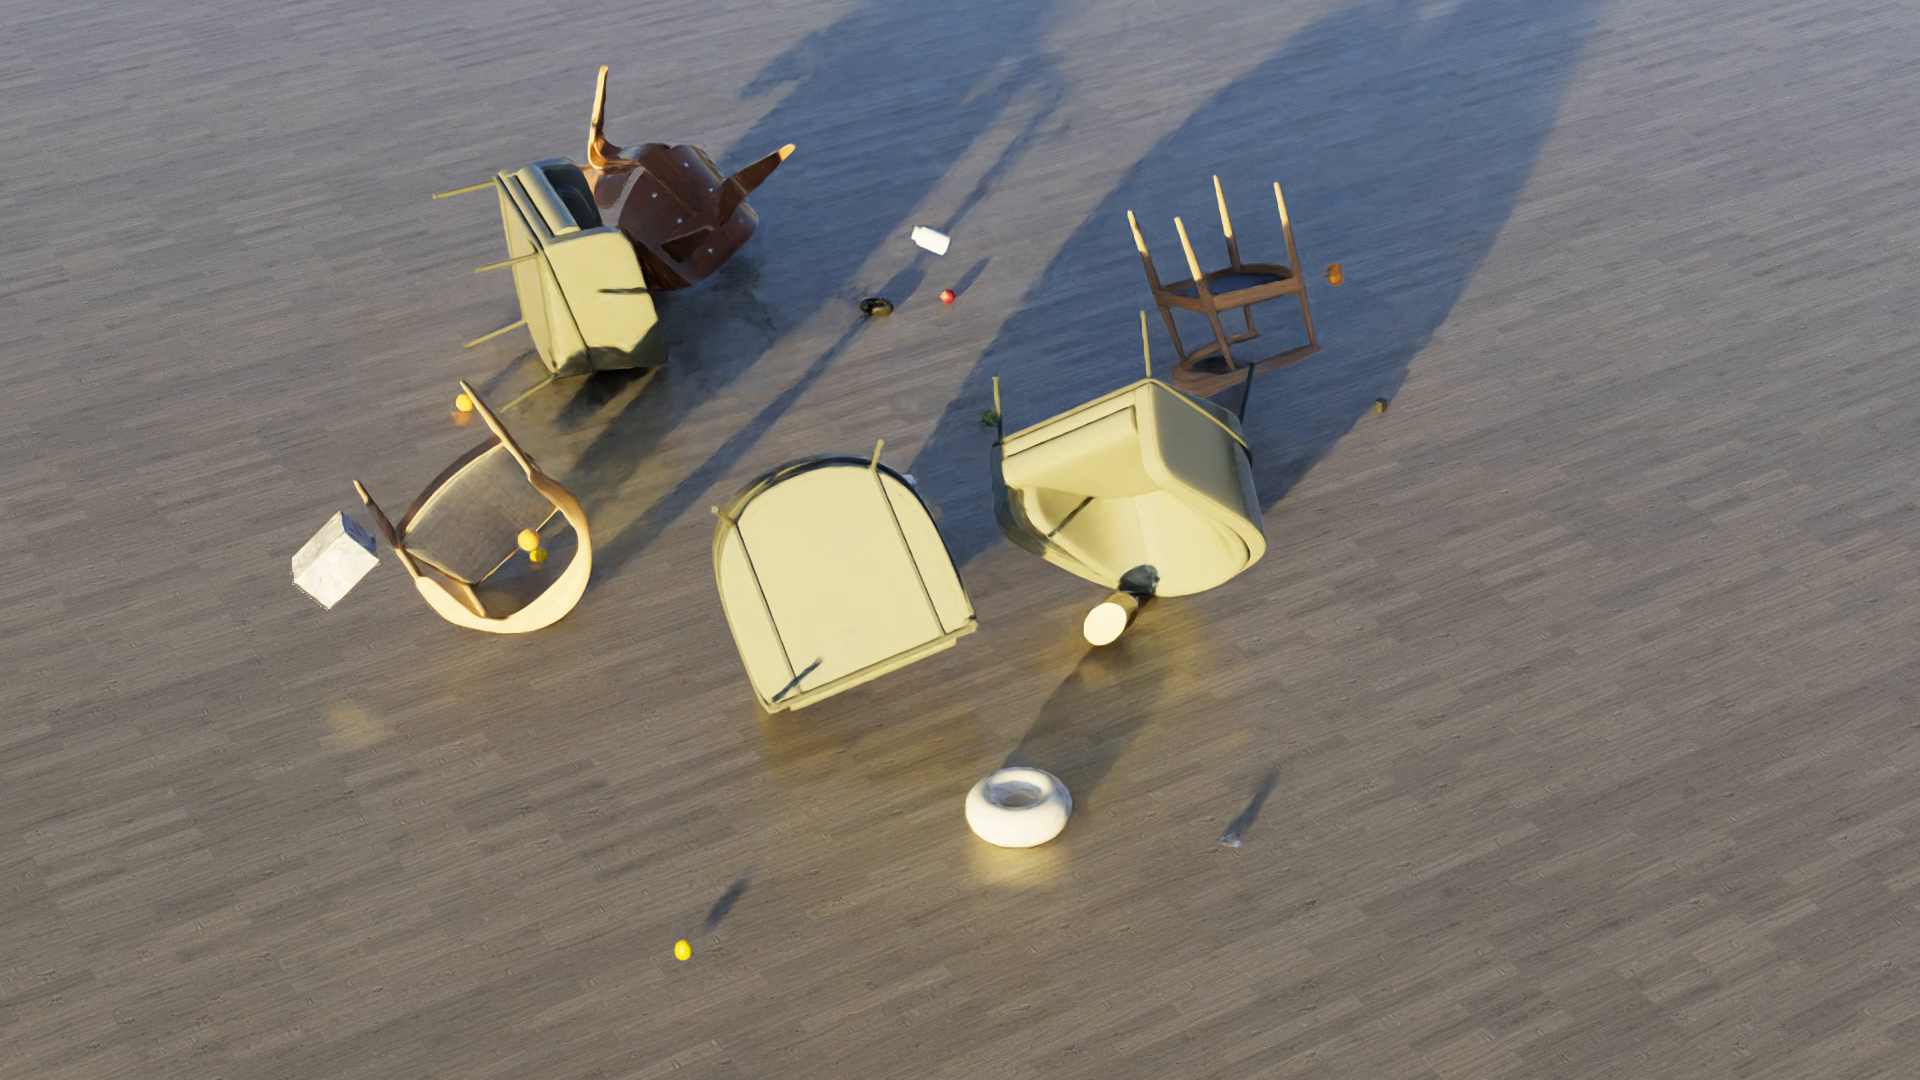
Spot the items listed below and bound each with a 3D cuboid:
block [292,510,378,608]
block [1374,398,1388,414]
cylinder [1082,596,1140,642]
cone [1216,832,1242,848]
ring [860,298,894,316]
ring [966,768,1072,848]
[{"bbox_3d":[-2.181,0.068,10.232,0.247,0.163,0.183,-43,29,7],"label":"block"},{"bbox_3d":[1.681,-0.539,11.722,0.037,0.044,0.035,28,42,35],"label":"block"},{"bbox_3d":[0.532,0.277,10.343,0.128,0.180,0.148,58,25,8],"label":"cylinder"},{"bbox_3d":[0.858,0.969,9.450,0.085,0.054,0.053,-10,38,18],"label":"cone"},{"bbox_3d":[-0.351,-0.986,12.399,0.145,0.046,0.083,7,39,15],"label":"ring"},{"bbox_3d":[0.190,0.865,9.502,0.348,0.135,0.345,9,32,22],"label":"ring"}]
